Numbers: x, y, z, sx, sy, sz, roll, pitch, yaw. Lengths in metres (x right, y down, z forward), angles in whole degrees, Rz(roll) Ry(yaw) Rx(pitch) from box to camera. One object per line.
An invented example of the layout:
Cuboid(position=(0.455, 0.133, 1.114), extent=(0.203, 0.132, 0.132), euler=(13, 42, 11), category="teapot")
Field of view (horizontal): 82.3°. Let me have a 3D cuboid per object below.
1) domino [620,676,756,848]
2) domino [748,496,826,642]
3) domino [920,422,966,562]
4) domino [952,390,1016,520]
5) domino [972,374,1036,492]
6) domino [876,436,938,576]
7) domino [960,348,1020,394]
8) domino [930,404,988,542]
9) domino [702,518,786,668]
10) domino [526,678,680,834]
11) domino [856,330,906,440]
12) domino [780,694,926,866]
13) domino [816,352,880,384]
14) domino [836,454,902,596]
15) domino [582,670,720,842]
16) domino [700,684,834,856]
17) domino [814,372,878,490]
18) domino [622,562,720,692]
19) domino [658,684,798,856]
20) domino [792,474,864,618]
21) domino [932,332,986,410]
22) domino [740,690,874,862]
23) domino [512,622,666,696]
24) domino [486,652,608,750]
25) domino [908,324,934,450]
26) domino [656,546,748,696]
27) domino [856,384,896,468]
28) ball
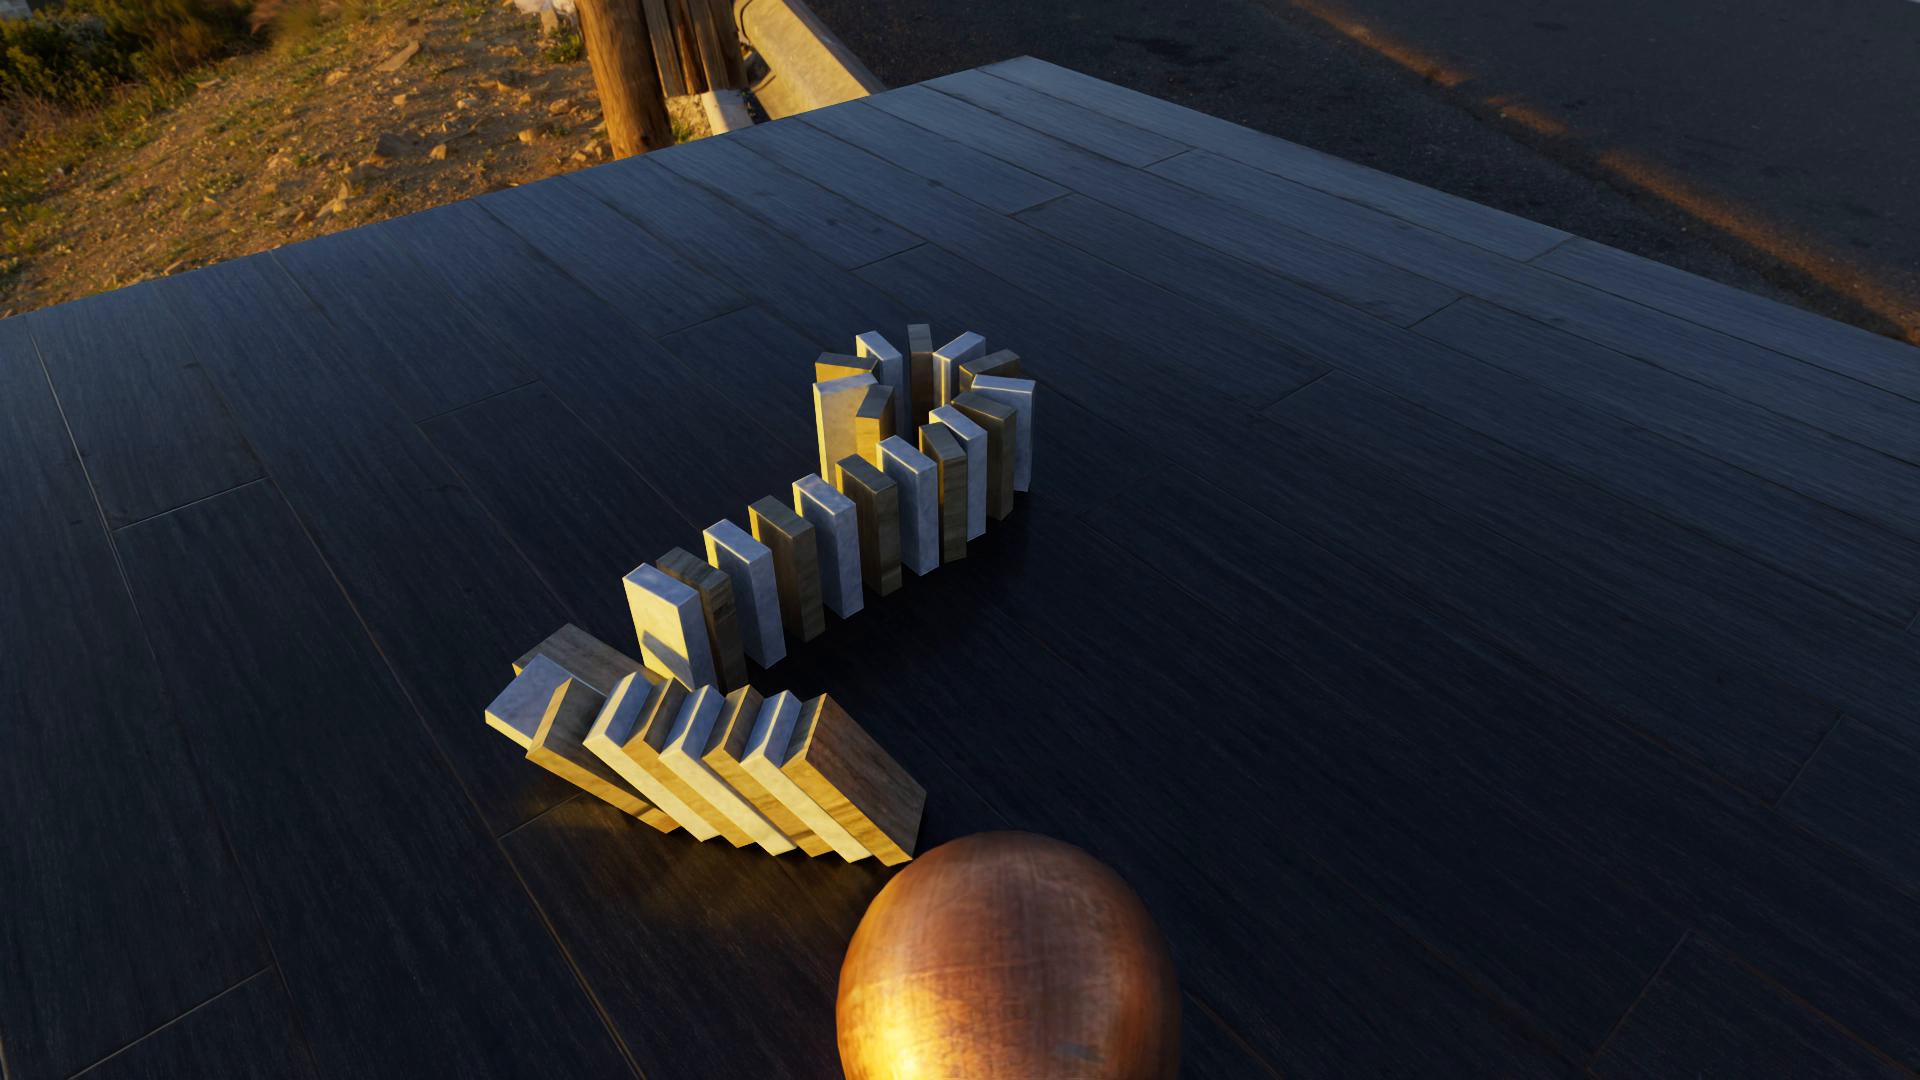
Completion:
Cuboid(position=(-0.077, 0.067, 0.332), extent=(0.009, 0.050, 0.025), euler=(-25, 30, 28), category="domino")
Cuboid(position=(-0.062, 0.011, 0.398), extent=(0.009, 0.050, 0.025), euler=(-32, 49, -33), category="domino")
Cuboid(position=(-0.007, -0.019, 0.434), extent=(0.010, 0.050, 0.025), euler=(-15, 42, -17), category="domino")
Cuboid(position=(0.009, -0.034, 0.453), extent=(0.025, 0.050, 0.009), euler=(23, 45, 26), category="domino")
Cuboid(position=(0.018, -0.045, 0.466), extent=(0.025, 0.050, 0.009), euler=(8, 40, 9), category="domino")
Cuboid(position=(-0.020, -0.013, 0.427), extent=(0.010, 0.050, 0.025), euler=(-28, 47, -30), category="domino")
Cuboid(position=(0.013, -0.056, 0.480), extent=(0.025, 0.050, 0.009), euler=(-23, 45, -26), category="domino")
Cuboid(position=(-0.001, -0.027, 0.444), extent=(0.009, 0.050, 0.025), euler=(-26, 46, -28), category="domino")
Cuboid(position=(-0.075, 0.019, 0.388), extent=(0.025, 0.050, 0.010), euler=(31, 48, 32), category="domino")
Cuboid(position=(-0.104, 0.066, 0.335), extent=(0.009, 0.050, 0.025), euler=(-32, 33, 32), category="domino")
Cuboid(position=(-0.035, -0.065, 0.491), extent=(0.010, 0.050, 0.025), euler=(-20, 44, -23), category="domino")
Cuboid(position=(-0.030, 0.072, 0.327), extent=(0.009, 0.050, 0.025), euler=(-25, 30, 28), category="domino")
Cuboid(position=(-0.048, -0.056, 0.480), extent=(0.025, 0.050, 0.009), euler=(9, 40, 11), category="domino")
Cuboid(position=(-0.034, -0.005, 0.418), extent=(0.009, 0.050, 0.025), euler=(-29, 47, -30), category="domino")
Cuboid(position=(-0.088, 0.066, 0.334), extent=(0.009, 0.050, 0.025), euler=(-25, 30, 28), category="domino")
Cuboid(position=(-0.054, 0.069, 0.330), extent=(0.010, 0.050, 0.025), euler=(-25, 30, 28), category="domino")
Cuboid(position=(-0.047, -0.045, 0.466), extent=(0.025, 0.050, 0.010), euler=(-15, 42, -18), category="domino")
Cuboid(position=(-0.097, 0.034, 0.370), extent=(0.025, 0.050, 0.009), euler=(24, 45, 26), category="domino")
Cuboid(position=(-0.065, 0.069, 0.330), extent=(0.009, 0.050, 0.025), euler=(-25, 31, 28), category="domino")
Cuboid(position=(-0.049, 0.003, 0.408), extent=(0.009, 0.050, 0.025), euler=(-30, 48, -31), category="domino")
Cuboid(position=(0.000, -0.065, 0.490), extent=(0.010, 0.050, 0.025), euler=(26, 46, 28), category="domino")
Cuboid(position=(-0.042, 0.071, 0.328), extent=(0.010, 0.050, 0.025), euler=(-25, 30, 28), category="domino")
Cuboid(position=(-0.128, 0.049, 0.384), extent=(0.050, 0.010, 0.025), euler=(23, 45, 26), category="domino")
Cuboid(position=(-0.123, 0.061, 0.353), extent=(0.050, 0.010, 0.025), euler=(32, 52, 2), category="domino")
Cuboid(position=(-0.017, -0.069, 0.495), extent=(0.009, 0.050, 0.025), euler=(-4, 39, -4), category="domino")
Cuboid(position=(-0.088, 0.029, 0.377), extent=(0.025, 0.050, 0.010), euler=(25, 46, 27), category="domino")
Cuboid(position=(-0.034, -0.036, 0.456), extent=(0.010, 0.050, 0.025), euler=(7, 40, 9), category="domino")
Cuboid(position=(0.011, 0.109, 0.255), extent=(0.080, 0.080, 0.080), euler=(0, 39, 0), category="ball")
